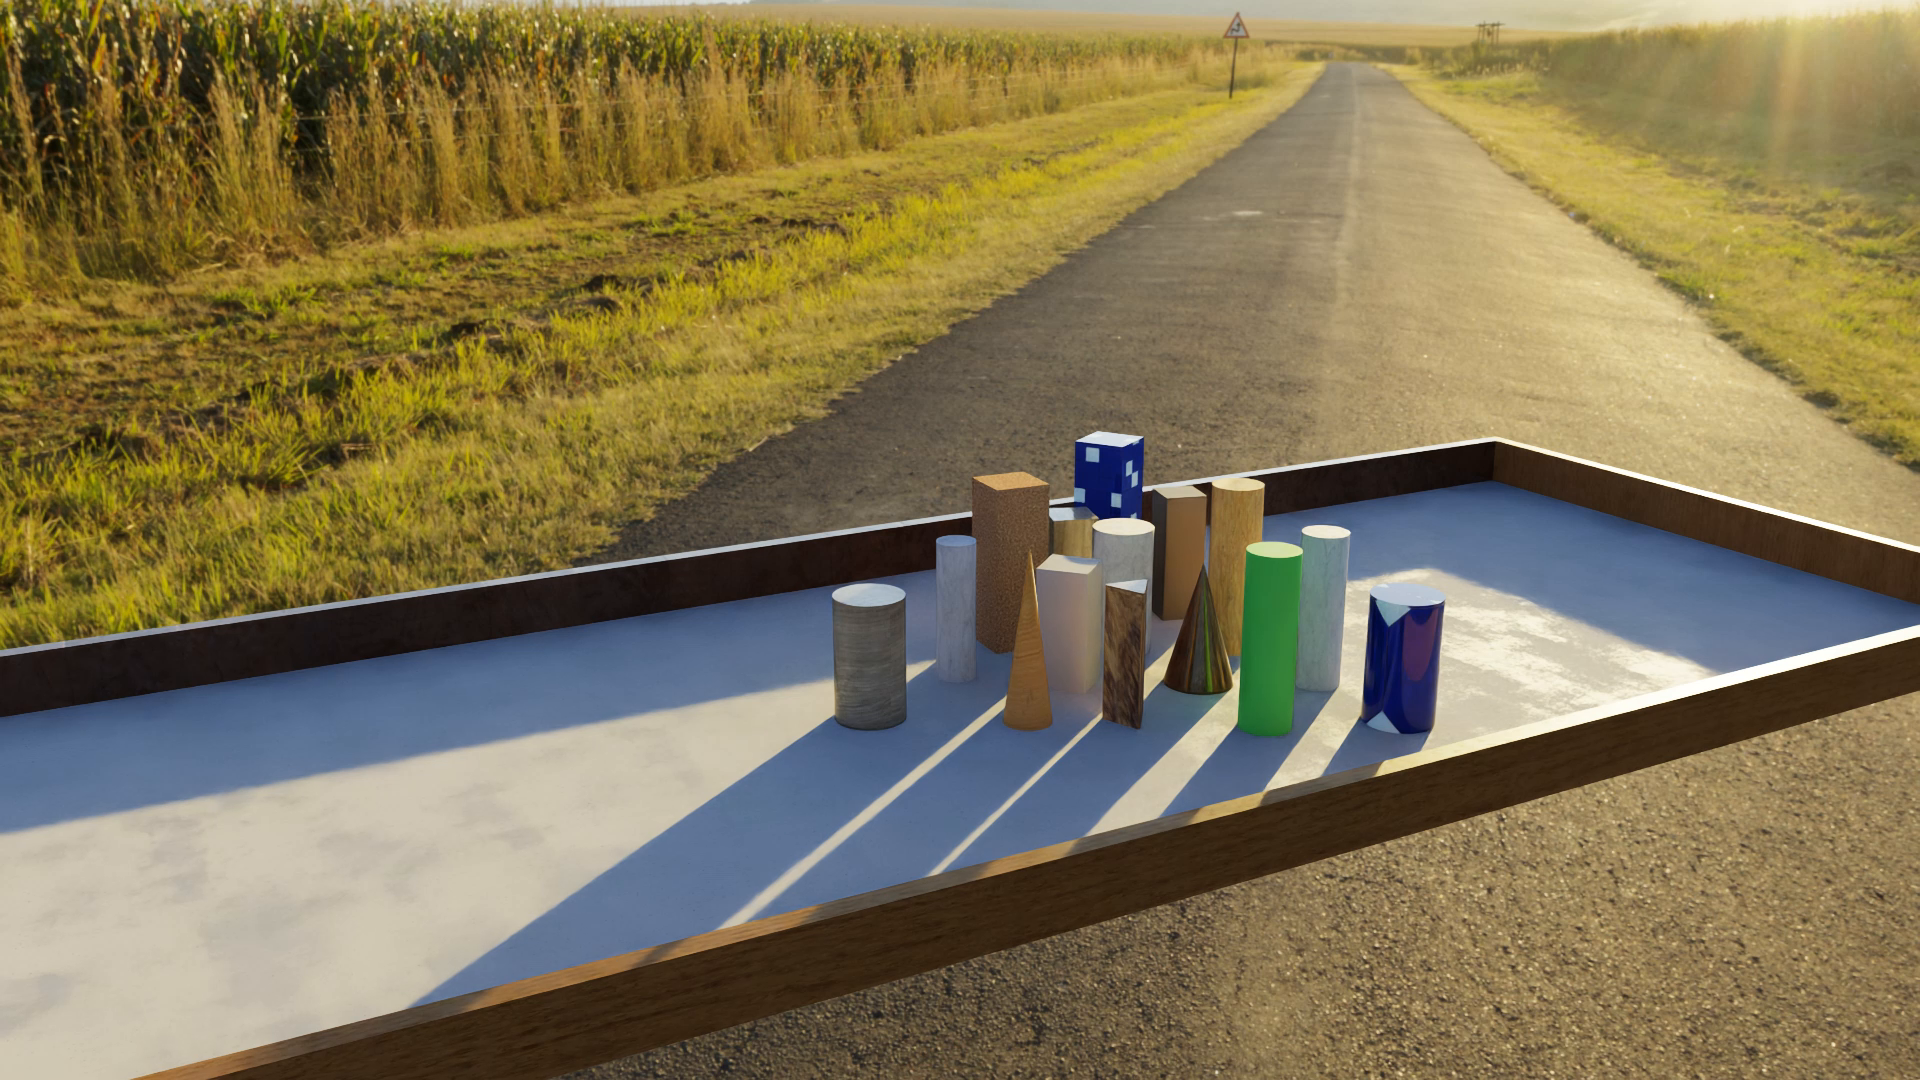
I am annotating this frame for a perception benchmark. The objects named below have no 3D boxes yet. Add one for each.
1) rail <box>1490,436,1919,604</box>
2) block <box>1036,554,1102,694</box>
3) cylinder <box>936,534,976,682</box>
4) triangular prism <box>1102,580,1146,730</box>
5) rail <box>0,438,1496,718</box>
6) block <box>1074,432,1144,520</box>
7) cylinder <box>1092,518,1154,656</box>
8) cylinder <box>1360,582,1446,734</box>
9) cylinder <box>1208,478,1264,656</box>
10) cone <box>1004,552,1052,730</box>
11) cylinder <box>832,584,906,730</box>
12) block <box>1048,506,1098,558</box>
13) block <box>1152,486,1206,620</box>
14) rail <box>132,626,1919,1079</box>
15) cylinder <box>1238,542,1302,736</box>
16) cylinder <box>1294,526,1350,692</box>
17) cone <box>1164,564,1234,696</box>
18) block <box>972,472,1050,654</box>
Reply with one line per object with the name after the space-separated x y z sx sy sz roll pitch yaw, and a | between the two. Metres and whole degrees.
2.466 -0.048 5.253 0.050 0.150 2.100 -9 18 -27 | rail
0.270 0.208 4.098 0.130 0.310 0.130 6 17 20 | block
-0.009 0.172 4.136 0.101 0.356 0.101 0 16 0 | cylinder
0.407 0.262 3.869 0.105 0.334 0.091 13 21 38 | triangular prism
-3.305 0.497 3.399 12.000 0.150 0.050 -9 18 -27 | rail
0.435 -0.080 4.843 0.150 0.443 0.150 9 19 29 | block
0.425 0.126 4.331 0.160 0.336 0.160 0 16 0 | cylinder
1.037 0.275 3.862 0.171 0.313 0.171 0 16 0 | cylinder
0.719 0.070 4.325 0.135 0.447 0.135 0 16 0 | cylinder
0.160 0.220 3.836 0.118 0.434 0.118 0 16 0 | cone
-0.212 0.274 3.881 0.171 0.305 0.171 0 16 0 | cylinder
0.304 0.071 4.579 0.127 0.300 0.127 -3 17 -11 | block
0.606 0.036 4.606 0.115 0.353 0.115 -4 17 -13 | block
-2.336 1.006 1.665 12.000 0.150 0.050 -9 18 -27 | rail
0.715 0.229 3.808 0.127 0.432 0.127 0 16 0 | cylinder
0.893 0.169 4.080 0.115 0.394 0.115 0 16 0 | cylinder
0.599 0.205 4.098 0.178 0.315 0.178 0 16 0 | cone
0.132 0.059 4.367 0.151 0.445 0.151 -7 18 -24 | block
